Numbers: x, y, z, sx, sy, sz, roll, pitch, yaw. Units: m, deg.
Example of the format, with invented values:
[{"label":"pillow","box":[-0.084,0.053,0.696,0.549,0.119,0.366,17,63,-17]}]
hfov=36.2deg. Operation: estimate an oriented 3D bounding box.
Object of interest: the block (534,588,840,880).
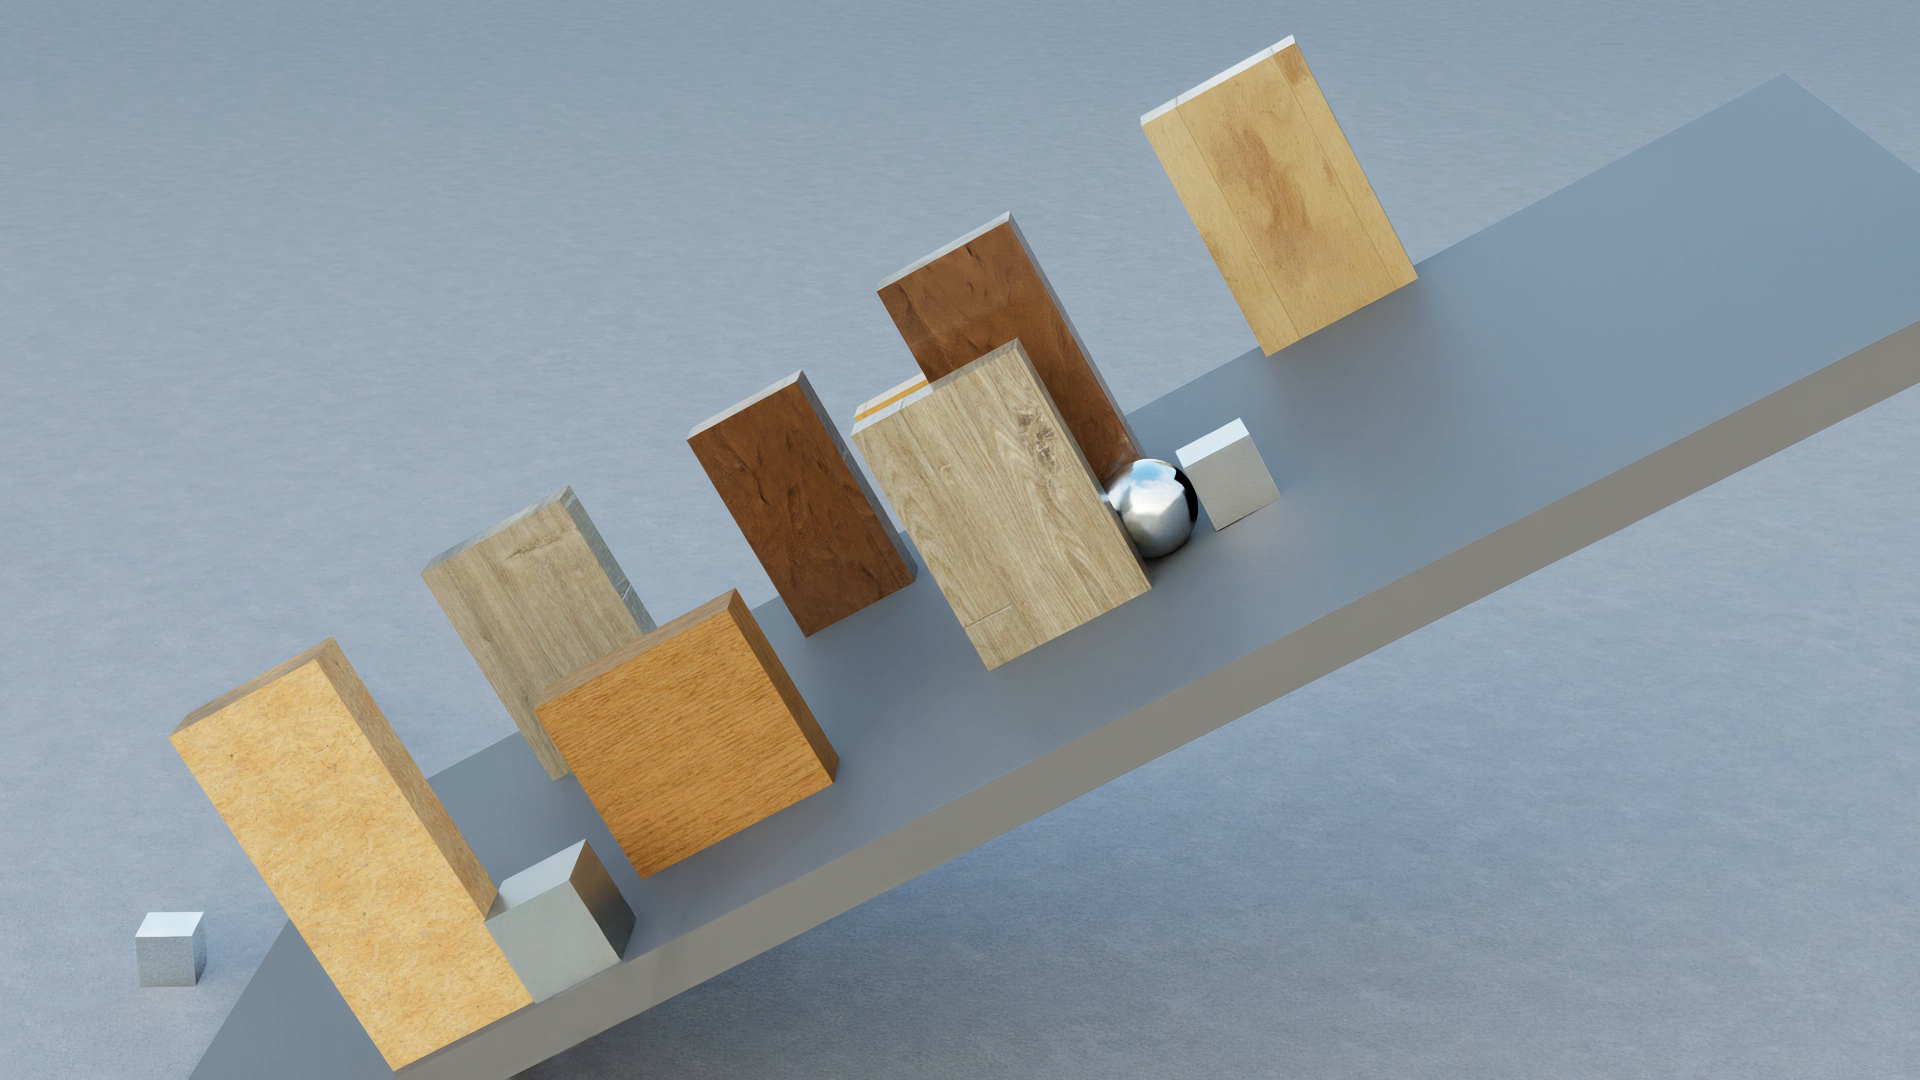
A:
[{"label":"block","box":[-0.540,0.386,5.843,0.444,0.413,0.130,-27,14,11]}]

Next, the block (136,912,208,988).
[{"label":"block","box":[-1.855,0.964,6.925,0.130,0.130,0.130,-1,18,-2]}]

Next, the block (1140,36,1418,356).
[{"label":"block","box":[0.751,-0.806,6.914,0.400,0.628,0.126,-27,14,11]}]

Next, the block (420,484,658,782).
[{"label":"block","box":[-0.930,0.219,6.849,0.380,0.582,0.119,-27,14,11]}]

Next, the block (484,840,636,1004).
[{"label":"block","box":[-0.757,0.722,5.584,0.189,0.189,0.189,-27,14,11]}]

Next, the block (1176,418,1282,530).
[{"label":"block","box":[0.546,-0.135,5.994,0.148,0.148,0.148,-28,14,5]}]

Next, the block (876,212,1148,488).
[{"label":"block","box":[0.147,-0.278,6.081,0.305,0.741,0.101,-27,14,11]}]

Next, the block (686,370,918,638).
[{"label":"block","box":[-0.363,-0.083,6.824,0.294,0.547,0.107,-27,14,11]}]

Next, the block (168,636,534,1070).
[{"label":"block","box":[-1.126,0.597,5.550,0.327,0.776,0.125,-27,14,11]}]

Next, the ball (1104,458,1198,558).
[{"label":"ball","box":[0.383,-0.065,5.977,0.203,0.203,0.203,0,18,0]}]

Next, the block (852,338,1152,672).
[{"label":"block","box":[0.086,-0.068,5.852,0.371,0.559,0.089,-27,14,11]}]

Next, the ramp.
[{"label":"ramp","box":[0.142,0.167,6.283,4.000,0.100,2.000,-27,14,11]}]

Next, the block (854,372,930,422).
[{"label":"block","box":[0.066,-0.172,6.419,0.407,0.475,0.083,-27,14,11]}]
